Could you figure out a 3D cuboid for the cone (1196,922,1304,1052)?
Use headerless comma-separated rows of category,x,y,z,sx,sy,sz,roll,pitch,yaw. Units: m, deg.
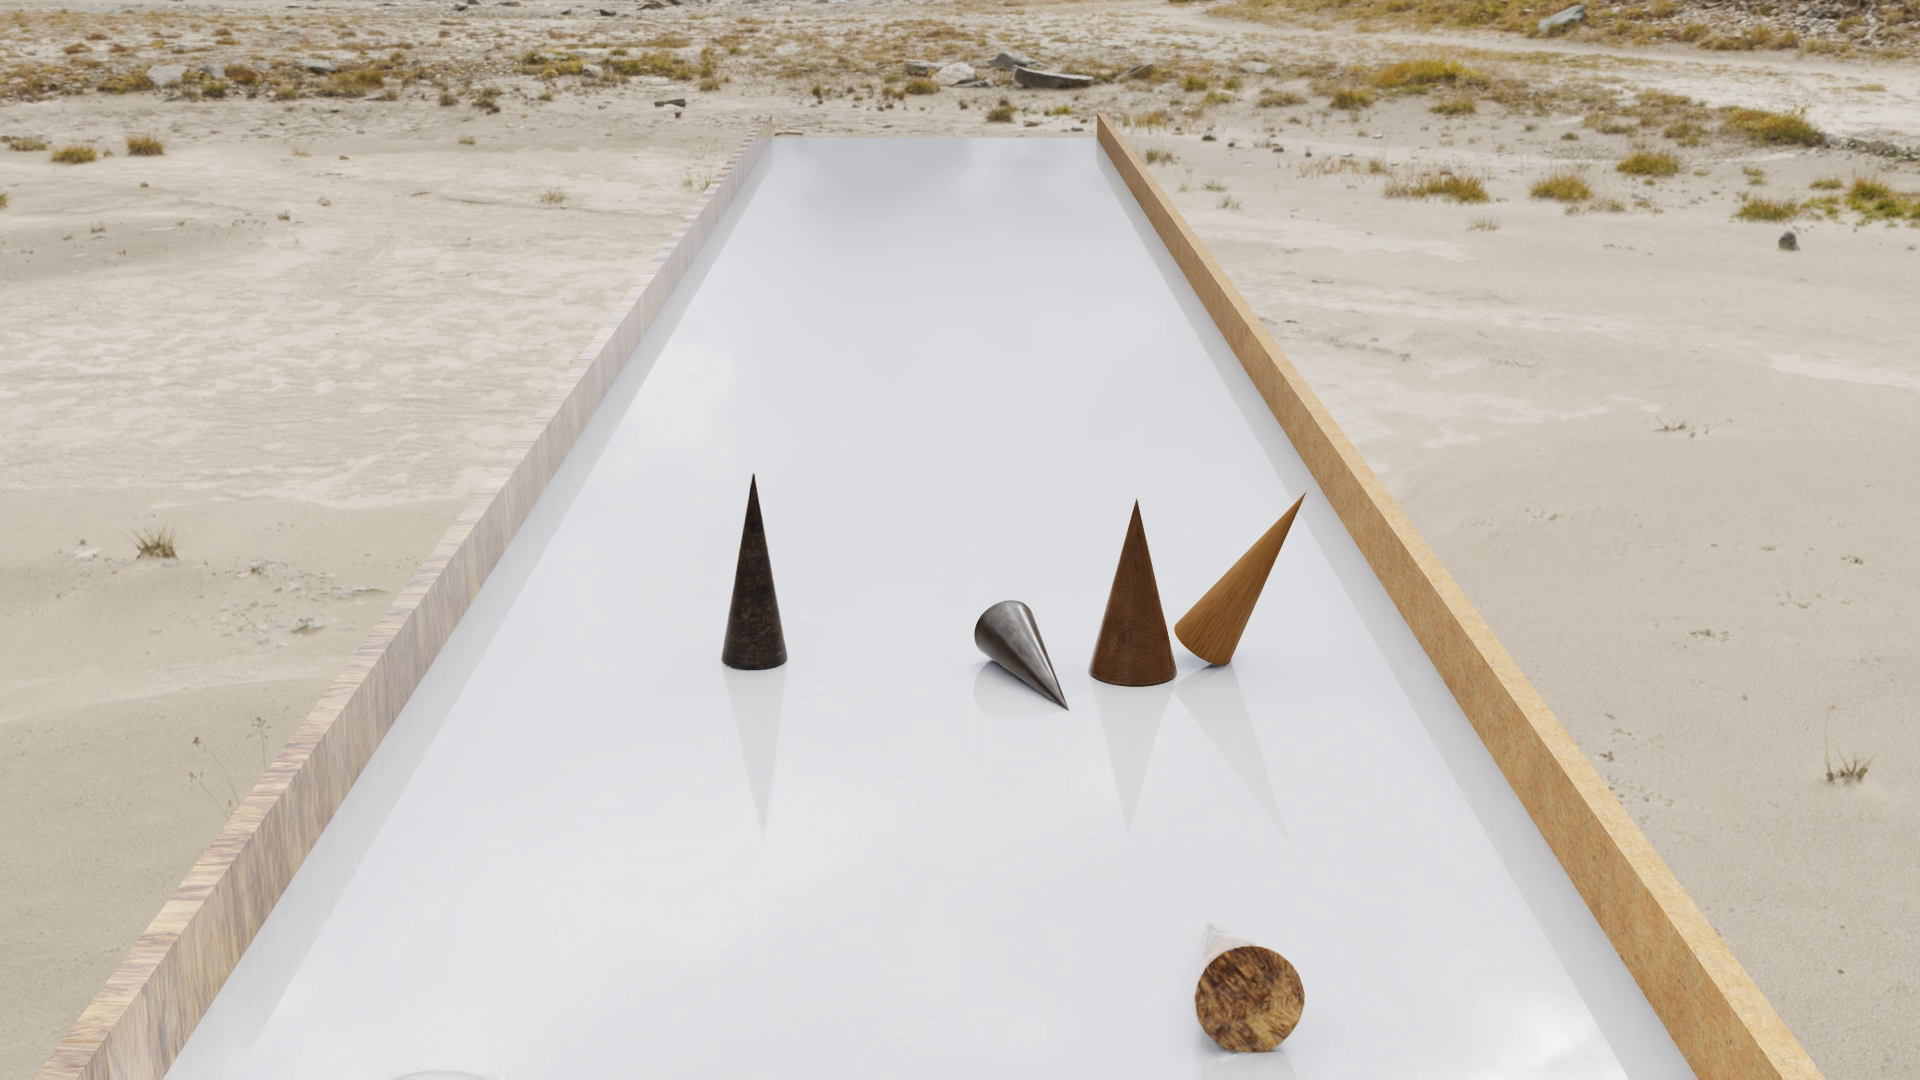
cone,0.379,0.591,3.113,0.146,0.146,0.383,-1,6,-2

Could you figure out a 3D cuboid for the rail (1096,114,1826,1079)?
rail,0.932,-0.844,7.801,0.050,0.150,12.000,0,17,-1

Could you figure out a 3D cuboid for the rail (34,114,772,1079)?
rail,-1.118,-0.838,7.780,0.050,0.150,12.000,0,17,-1

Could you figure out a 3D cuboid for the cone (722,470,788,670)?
cone,-0.409,0.049,4.359,0.134,0.396,0.134,1,18,0

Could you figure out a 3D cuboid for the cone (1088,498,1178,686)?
cone,0.341,0.089,4.302,0.178,0.358,0.178,0,17,0

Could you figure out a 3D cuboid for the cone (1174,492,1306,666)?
cone,0.578,0.056,4.328,0.132,0.392,0.132,25,26,-13

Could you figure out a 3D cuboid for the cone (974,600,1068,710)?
cone,0.148,0.250,4.272,0.131,0.131,0.322,-6,30,-21

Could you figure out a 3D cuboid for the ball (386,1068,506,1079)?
ball,-0.540,0.710,2.280,0.318,0.318,0.318,0,17,0
